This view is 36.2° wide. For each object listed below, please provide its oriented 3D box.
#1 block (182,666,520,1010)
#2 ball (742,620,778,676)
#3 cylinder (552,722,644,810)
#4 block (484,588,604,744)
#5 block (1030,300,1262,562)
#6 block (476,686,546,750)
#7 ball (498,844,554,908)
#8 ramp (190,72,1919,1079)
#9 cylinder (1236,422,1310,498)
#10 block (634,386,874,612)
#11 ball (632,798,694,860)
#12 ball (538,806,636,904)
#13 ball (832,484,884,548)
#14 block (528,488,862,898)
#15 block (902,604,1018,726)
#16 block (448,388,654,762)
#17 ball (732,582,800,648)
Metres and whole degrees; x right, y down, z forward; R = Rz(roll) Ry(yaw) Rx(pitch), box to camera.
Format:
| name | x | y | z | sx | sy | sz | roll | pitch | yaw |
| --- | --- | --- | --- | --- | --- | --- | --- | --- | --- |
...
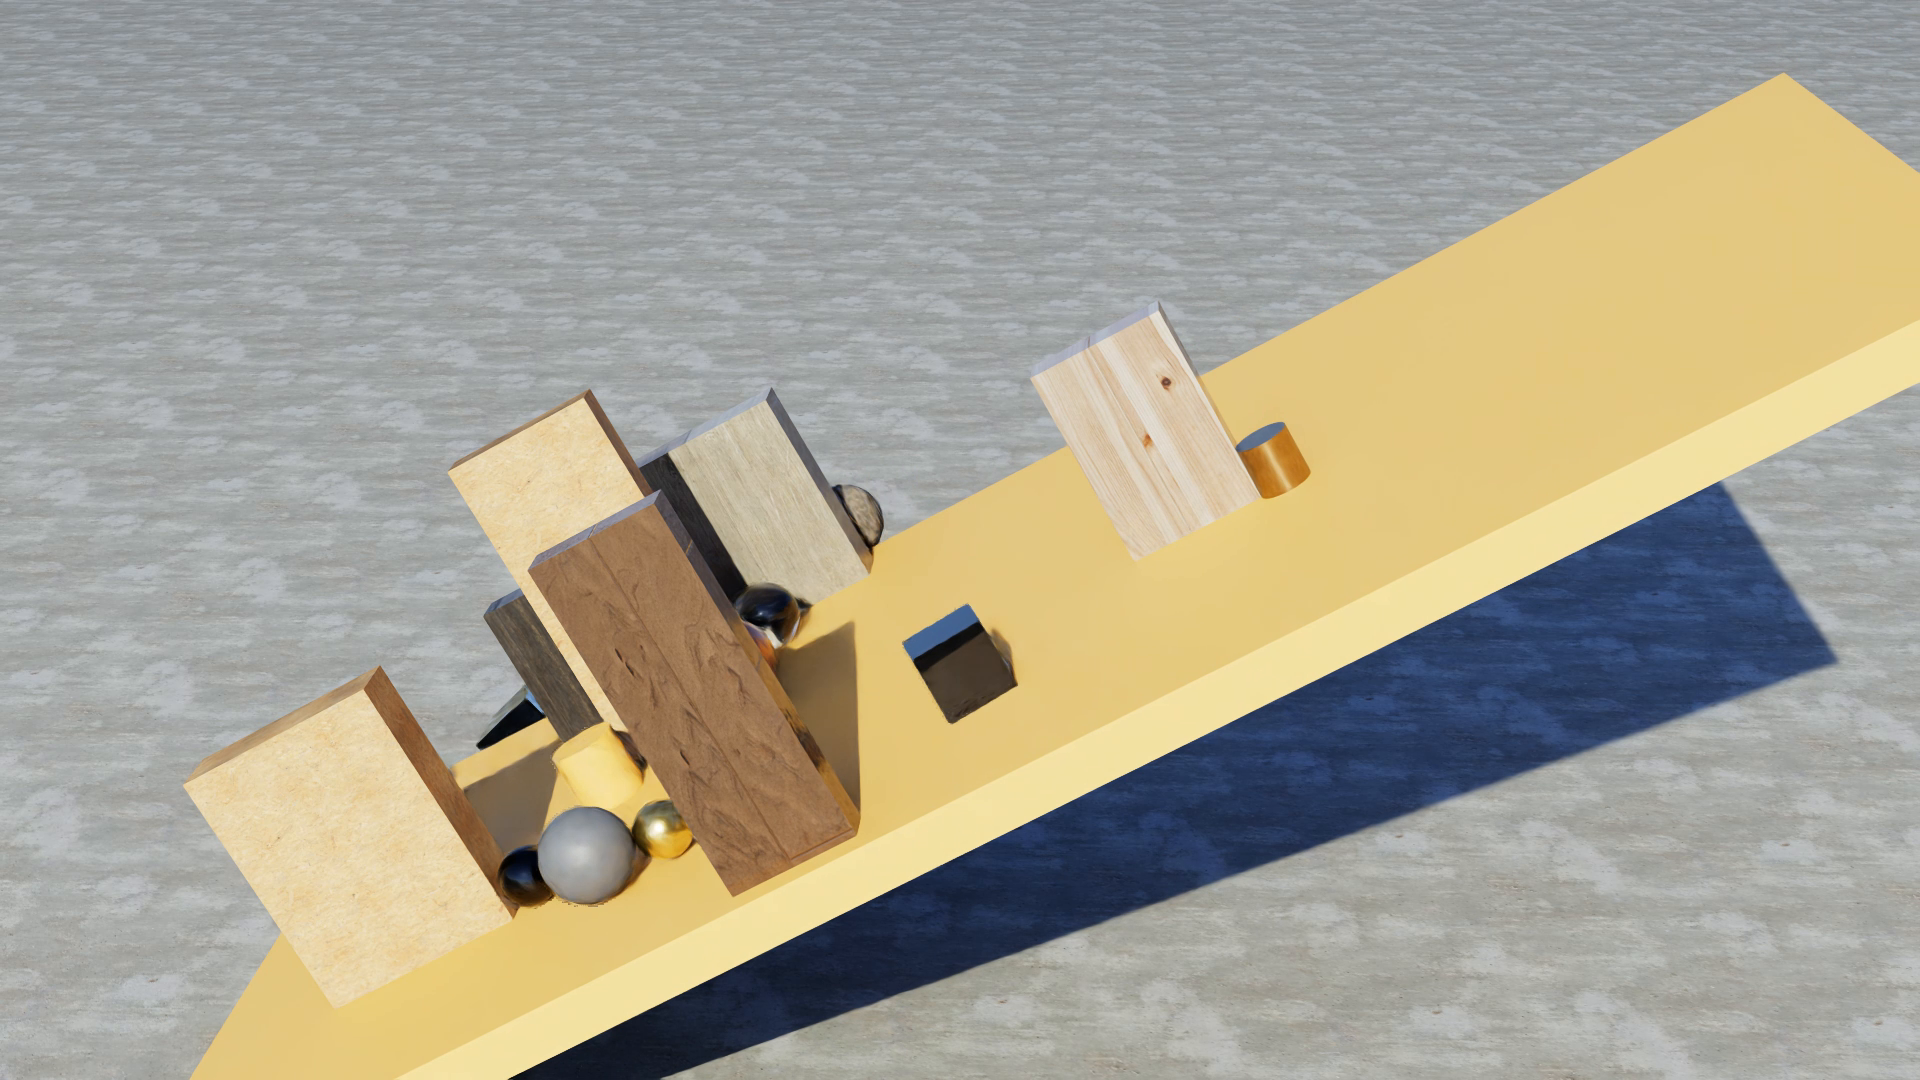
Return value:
| name | x | y | z | sx | sy | sz | roll | pitch | yaw |
| --- | --- | --- | --- | --- | --- | --- | --- | --- | --- |
| block | -1.256 | 0.623 | 6.130 | 0.446 | 0.578 | 0.142 | -27 | 14 | 11 |
| ball | -0.503 | 0.273 | 6.475 | 0.202 | 0.202 | 0.202 | 0 | 18 | 0 |
| cylinder | -0.798 | 0.506 | 6.495 | 0.148 | 0.148 | 0.148 | -28 | 14 | 8 |
| block | -0.827 | 0.260 | 6.813 | 0.366 | 0.433 | 0.094 | -27 | 14 | 11 |
| block | 0.381 | -0.221 | 6.022 | 0.294 | 0.445 | 0.094 | -27 | 14 | 11 |
| block | -1.161 | 0.526 | 8.029 | 0.200 | 0.200 | 0.200 | -43 | 11 | 15 |
| ball | -0.890 | 0.694 | 6.075 | 0.128 | 0.128 | 0.128 | 0 | 18 | 0 |
| ramp | 0.142 | 0.167 | 6.283 | 4.000 | 0.100 | 2.000 | -27 | 14 | 11 |
| cylinder | 0.637 | -0.162 | 5.984 | 0.114 | 0.114 | 0.114 | -28 | 14 | 8 |
| block | -0.502 | -0.055 | 7.108 | 0.385 | 0.497 | 0.122 | -27 | 14 | 11 |
| ball | -0.594 | 0.579 | 5.887 | 0.124 | 0.124 | 0.124 | 0 | 18 | 0 |
| ball | -0.744 | 0.629 | 5.867 | 0.196 | 0.196 | 0.196 | 0 | 18 | 0 |
| ball | -0.288 | -0.041 | 7.364 | 0.195 | 0.195 | 0.195 | 0 | 18 | 0 |
| block | -0.484 | 0.288 | 5.422 | 0.269 | 0.732 | 0.089 | -27 | 14 | 11 |
| block | -0.002 | 0.243 | 5.791 | 0.153 | 0.153 | 0.153 | -31 | 14 | -1 |
| block | -0.783 | 0.087 | 6.592 | 0.356 | 0.787 | 0.081 | -27 | 14 | 11 |
| ball | -0.457 | 0.179 | 6.907 | 0.161 | 0.161 | 0.161 | 0 | 18 | 0 |
